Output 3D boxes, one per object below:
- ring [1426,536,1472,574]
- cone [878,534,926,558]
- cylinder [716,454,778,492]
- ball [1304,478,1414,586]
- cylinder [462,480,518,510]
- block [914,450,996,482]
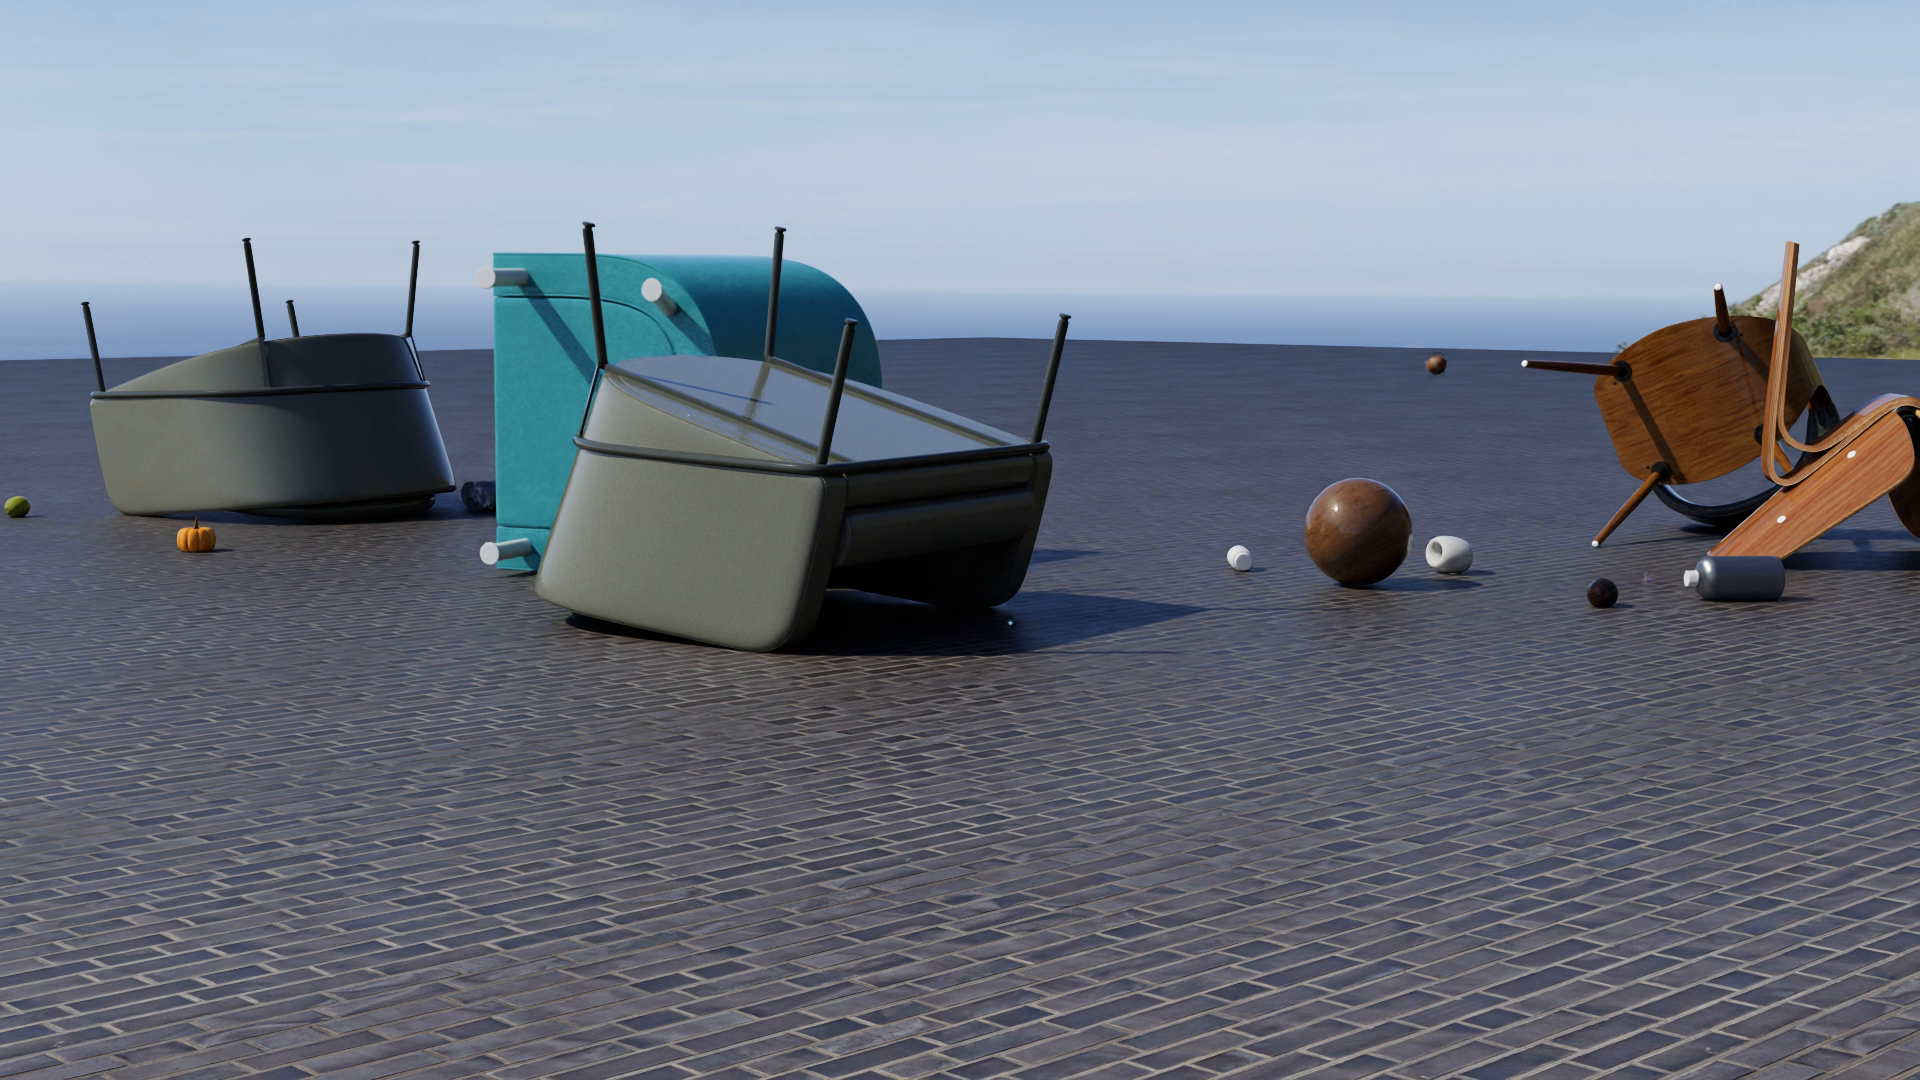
[{"bbox_3d":[1.087,0.033,5.696,0.074,0.083,0.121,8,5,-17],"label":"ring"},{"bbox_3d":[-0.143,0.026,6.036,0.121,0.062,0.050,3,38,18],"label":"cone"},{"bbox_3d":[-0.653,-0.207,7.865,0.172,0.113,0.134,-1,-8,-10],"label":"cylinder"},{"bbox_3d":[0.848,-0.018,5.463,0.230,0.230,0.230,0,6,0],"label":"ball"},{"bbox_3d":[-1.330,-0.128,7.256,0.121,0.080,0.111,16,15,42],"label":"cylinder"},{"bbox_3d":[-0.016,-0.238,8.316,0.220,0.084,0.229,-1,6,-13],"label":"block"}]
